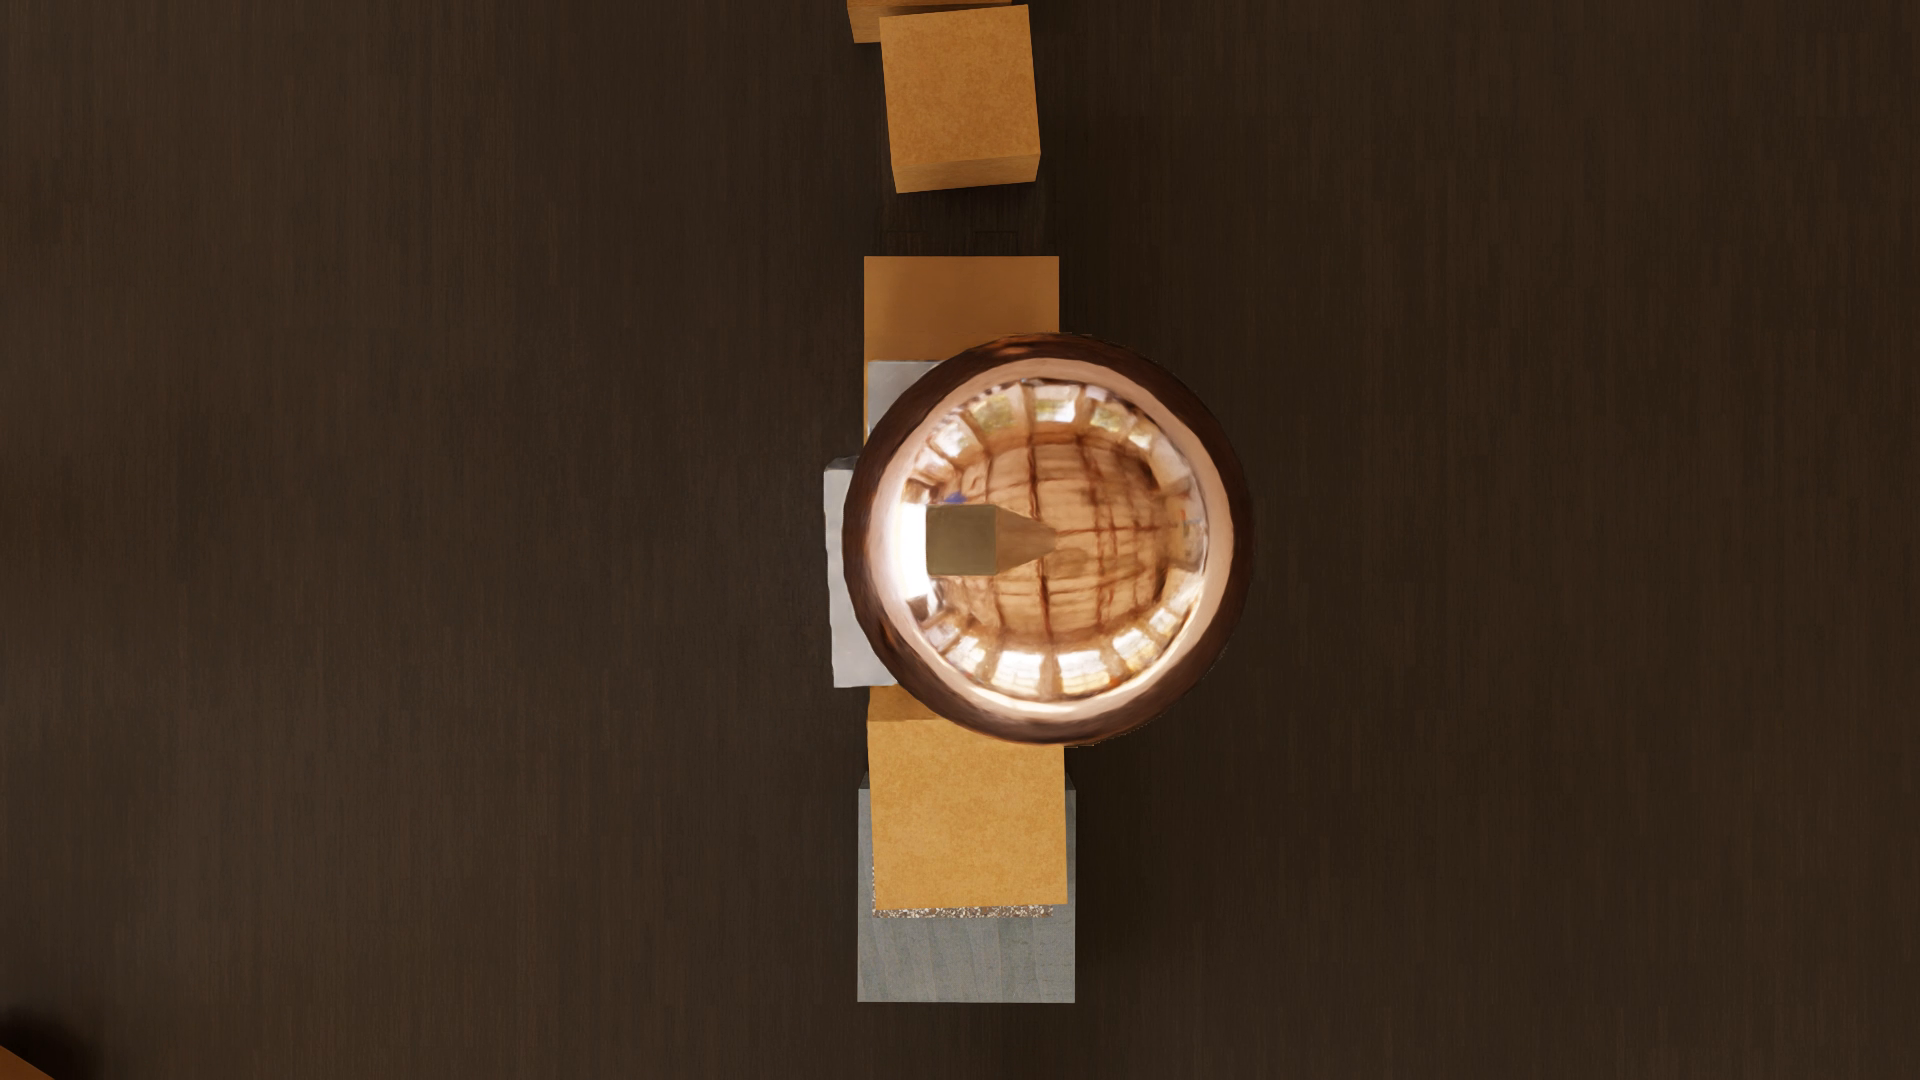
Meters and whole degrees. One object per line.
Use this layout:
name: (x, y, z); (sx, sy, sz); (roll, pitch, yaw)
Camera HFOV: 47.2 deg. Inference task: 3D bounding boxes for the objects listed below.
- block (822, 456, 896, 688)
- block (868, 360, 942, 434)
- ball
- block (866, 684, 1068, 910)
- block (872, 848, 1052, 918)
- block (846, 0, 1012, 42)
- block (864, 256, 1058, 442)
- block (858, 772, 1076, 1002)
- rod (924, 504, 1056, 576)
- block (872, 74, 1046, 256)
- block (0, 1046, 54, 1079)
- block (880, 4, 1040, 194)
block: (-0.076, 0.104, 10.431); (1.037, 1.091, 0.981); (-3, 95, 0)
block: (0.003, -0.507, 11.411); (0.914, 0.970, 0.843); (0, 95, 0)
ball: (0.338, 0.000, 8.484); (1.600, 1.600, 1.600); (0, 90, 0)
block: (0.038, 1.153, 10.664); (0.903, 0.888, 0.947); (-2, 106, 0)
block: (0.013, 1.426, 11.646); (0.920, 0.840, 1.003); (0, 90, 0)
block: (-0.182, -3.333, 12.572); (0.909, 0.855, 0.757); (-2, 90, 0)
block: (0.009, -1.005, 12.450); (1.053, 1.099, 1.058); (0, 90, 0)
block: (0.037, 1.953, 12.533); (1.191, 0.934, 1.167); (0, 90, 0)
rod: (0.147, 0.000, 5.090); (0.080, 5.200, 0.080); (0, 90, 3)
block: (-0.005, -2.042, 12.502); (0.949, 0.996, 0.992); (0, 90, 0)
block: (-5.733, 3.472, 12.603); (0.813, 0.793, 0.885); (32, 90, 0)
block: (-0.001, -2.304, 11.577); (0.758, 0.853, 0.760); (-5, 90, 0)
